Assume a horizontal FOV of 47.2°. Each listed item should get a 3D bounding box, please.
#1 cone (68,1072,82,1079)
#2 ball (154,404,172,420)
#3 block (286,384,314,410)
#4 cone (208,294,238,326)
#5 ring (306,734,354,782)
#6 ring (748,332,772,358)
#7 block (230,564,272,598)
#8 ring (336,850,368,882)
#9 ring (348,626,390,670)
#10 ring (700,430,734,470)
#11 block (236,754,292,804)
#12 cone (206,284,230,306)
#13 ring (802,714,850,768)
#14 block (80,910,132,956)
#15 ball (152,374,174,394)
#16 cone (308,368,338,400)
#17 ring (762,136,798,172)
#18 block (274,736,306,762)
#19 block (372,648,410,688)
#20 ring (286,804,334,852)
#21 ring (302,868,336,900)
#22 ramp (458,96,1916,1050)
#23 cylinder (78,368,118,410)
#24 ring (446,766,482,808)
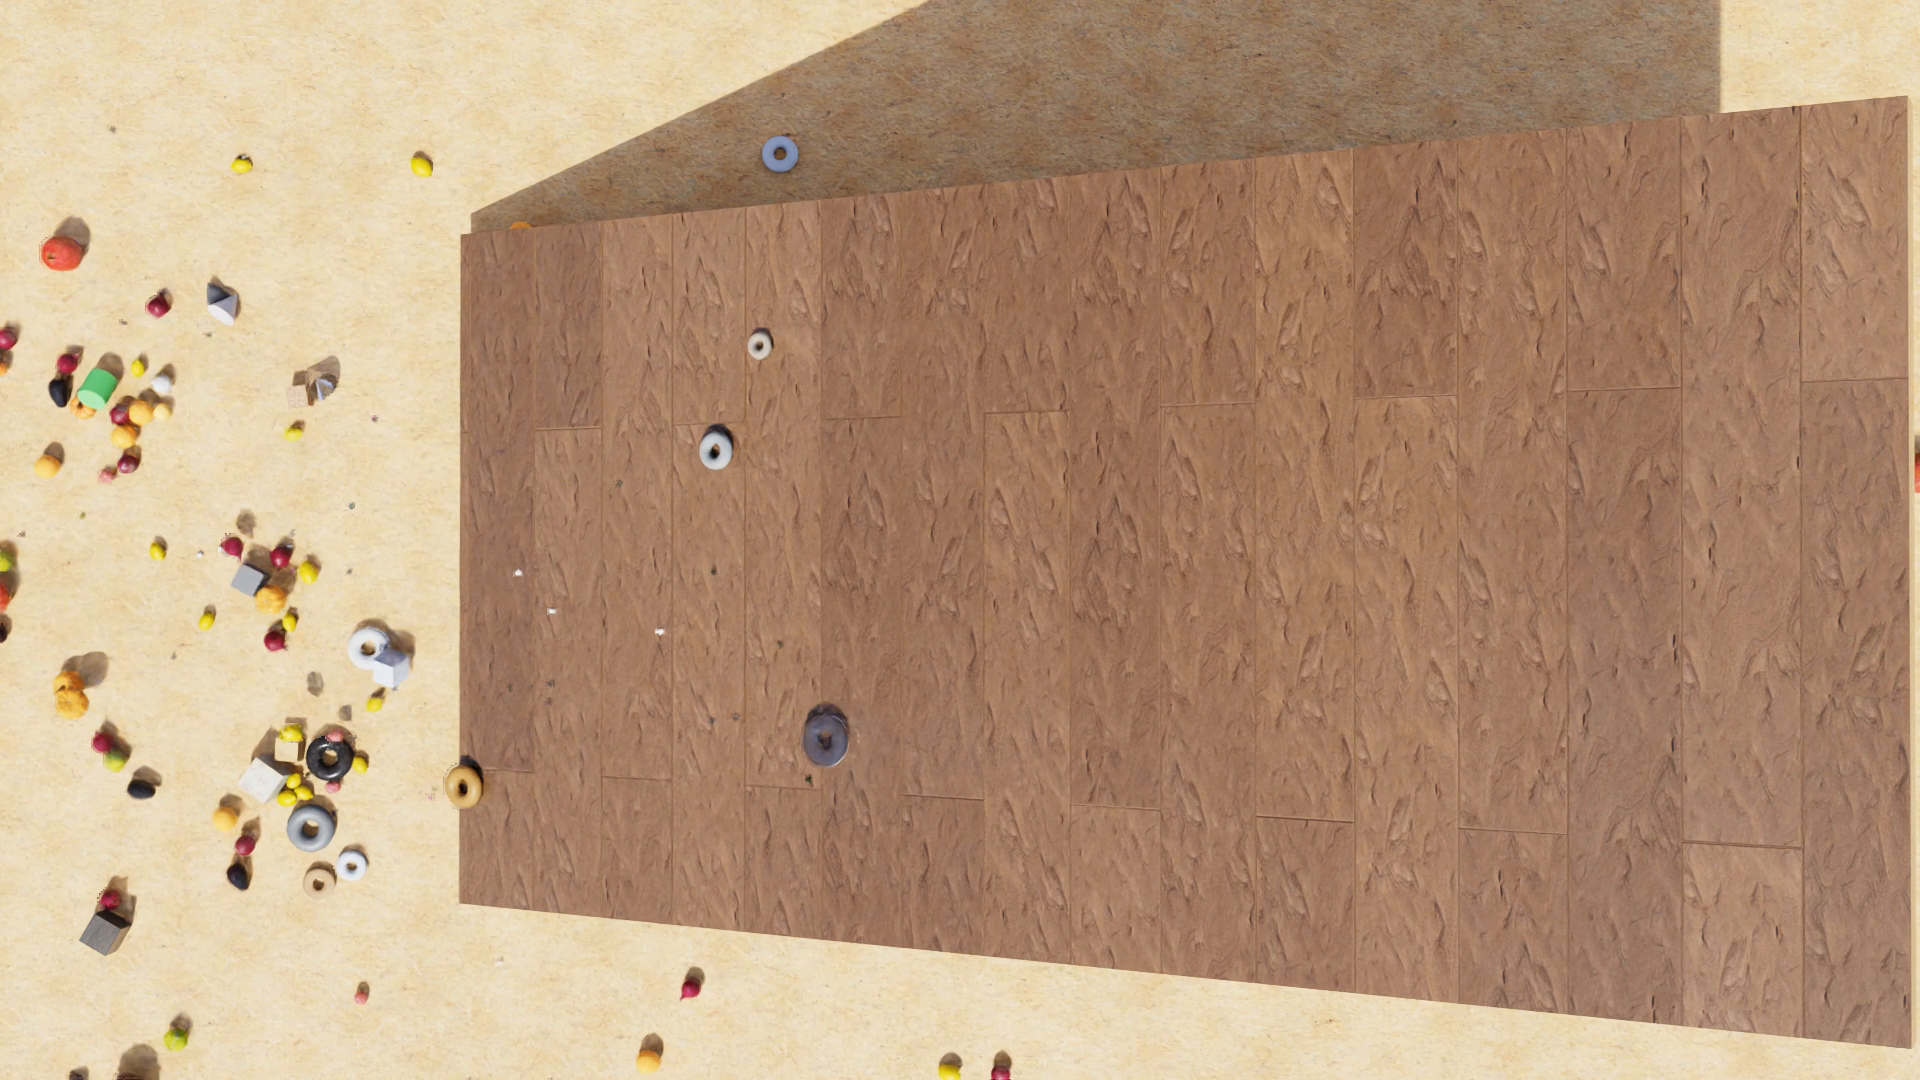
[{"bbox_3d":[-2.675,1.625,6.630,0.058,0.058,0.058,-41,63,0],"label":"cone"},{"bbox_3d":[-2.407,-0.385,6.638,0.051,0.051,0.051,0,89,0],"label":"ball"},{"bbox_3d":[-1.992,-0.431,6.633,0.061,0.061,0.061,-8,89,0],"label":"block"},{"bbox_3d":[-2.207,-0.712,6.646,0.090,0.090,0.090,29,63,0],"label":"cone"},{"bbox_3d":[-1.900,0.656,6.630,0.143,0.048,0.143,0,91,0],"label":"ring"},{"bbox_3d":[-0.548,-0.534,6.030,0.075,0.025,0.075,0,91,29],"label":"ring"},{"bbox_3d":[-2.134,0.121,6.620,0.076,0.076,0.076,27,89,0],"label":"block"},{"bbox_3d":[-1.834,0.983,6.634,0.094,0.031,0.094,0,90,-1],"label":"ring"},{"bbox_3d":[-1.783,0.325,6.634,0.131,0.044,0.131,0,91,-1],"label":"ring"},{"bbox_3d":[-0.675,-0.249,6.093,0.109,0.036,0.109,0,90,31],"label":"ring"},{"bbox_3d":[-2.086,0.718,6.602,0.099,0.099,0.099,35,90,0],"label":"block"},{"bbox_3d":[-2.239,-0.741,6.652,0.067,0.067,0.067,0,89,-27],"label":"cone"},{"bbox_3d":[-0.360,0.539,5.901,0.143,0.048,0.143,-1,88,30],"label":"ring"},{"bbox_3d":[-2.564,1.178,6.601,0.093,0.093,0.093,30,90,0],"label":"block"},{"bbox_3d":[-2.405,-0.470,6.634,0.060,0.060,0.060,0,89,0],"label":"ball"},{"bbox_3d":[-1.949,-0.490,6.643,0.097,0.097,0.097,-44,61,0],"label":"cone"},{"bbox_3d":[-0.544,-1.167,6.653,0.111,0.037,0.111,0,88,0],"label":"ring"},{"bbox_3d":[-2.017,0.629,6.619,0.068,0.068,0.068,3,89,0],"label":"block"},{"bbox_3d":[-1.706,0.385,6.594,0.075,0.075,0.075,19,122,20],"label":"block"},{"bbox_3d":[-1.956,0.869,6.627,0.145,0.048,0.145,0,91,0],"label":"ring"},{"bbox_3d":[-1.934,1.035,6.633,0.098,0.033,0.098,0,88,0],"label":"ring"},{"bbox_3d":[0.272,0.076,5.634,4.000,0.100,2.000,0,89,29],"label":"ramp"},{"bbox_3d":[-2.590,-0.453,6.604,0.086,0.086,0.086,14,54,0],"label":"cylinder"},{"bbox_3d":[-1.472,0.734,6.528,0.130,0.043,0.130,0,91,29],"label":"ring"}]
